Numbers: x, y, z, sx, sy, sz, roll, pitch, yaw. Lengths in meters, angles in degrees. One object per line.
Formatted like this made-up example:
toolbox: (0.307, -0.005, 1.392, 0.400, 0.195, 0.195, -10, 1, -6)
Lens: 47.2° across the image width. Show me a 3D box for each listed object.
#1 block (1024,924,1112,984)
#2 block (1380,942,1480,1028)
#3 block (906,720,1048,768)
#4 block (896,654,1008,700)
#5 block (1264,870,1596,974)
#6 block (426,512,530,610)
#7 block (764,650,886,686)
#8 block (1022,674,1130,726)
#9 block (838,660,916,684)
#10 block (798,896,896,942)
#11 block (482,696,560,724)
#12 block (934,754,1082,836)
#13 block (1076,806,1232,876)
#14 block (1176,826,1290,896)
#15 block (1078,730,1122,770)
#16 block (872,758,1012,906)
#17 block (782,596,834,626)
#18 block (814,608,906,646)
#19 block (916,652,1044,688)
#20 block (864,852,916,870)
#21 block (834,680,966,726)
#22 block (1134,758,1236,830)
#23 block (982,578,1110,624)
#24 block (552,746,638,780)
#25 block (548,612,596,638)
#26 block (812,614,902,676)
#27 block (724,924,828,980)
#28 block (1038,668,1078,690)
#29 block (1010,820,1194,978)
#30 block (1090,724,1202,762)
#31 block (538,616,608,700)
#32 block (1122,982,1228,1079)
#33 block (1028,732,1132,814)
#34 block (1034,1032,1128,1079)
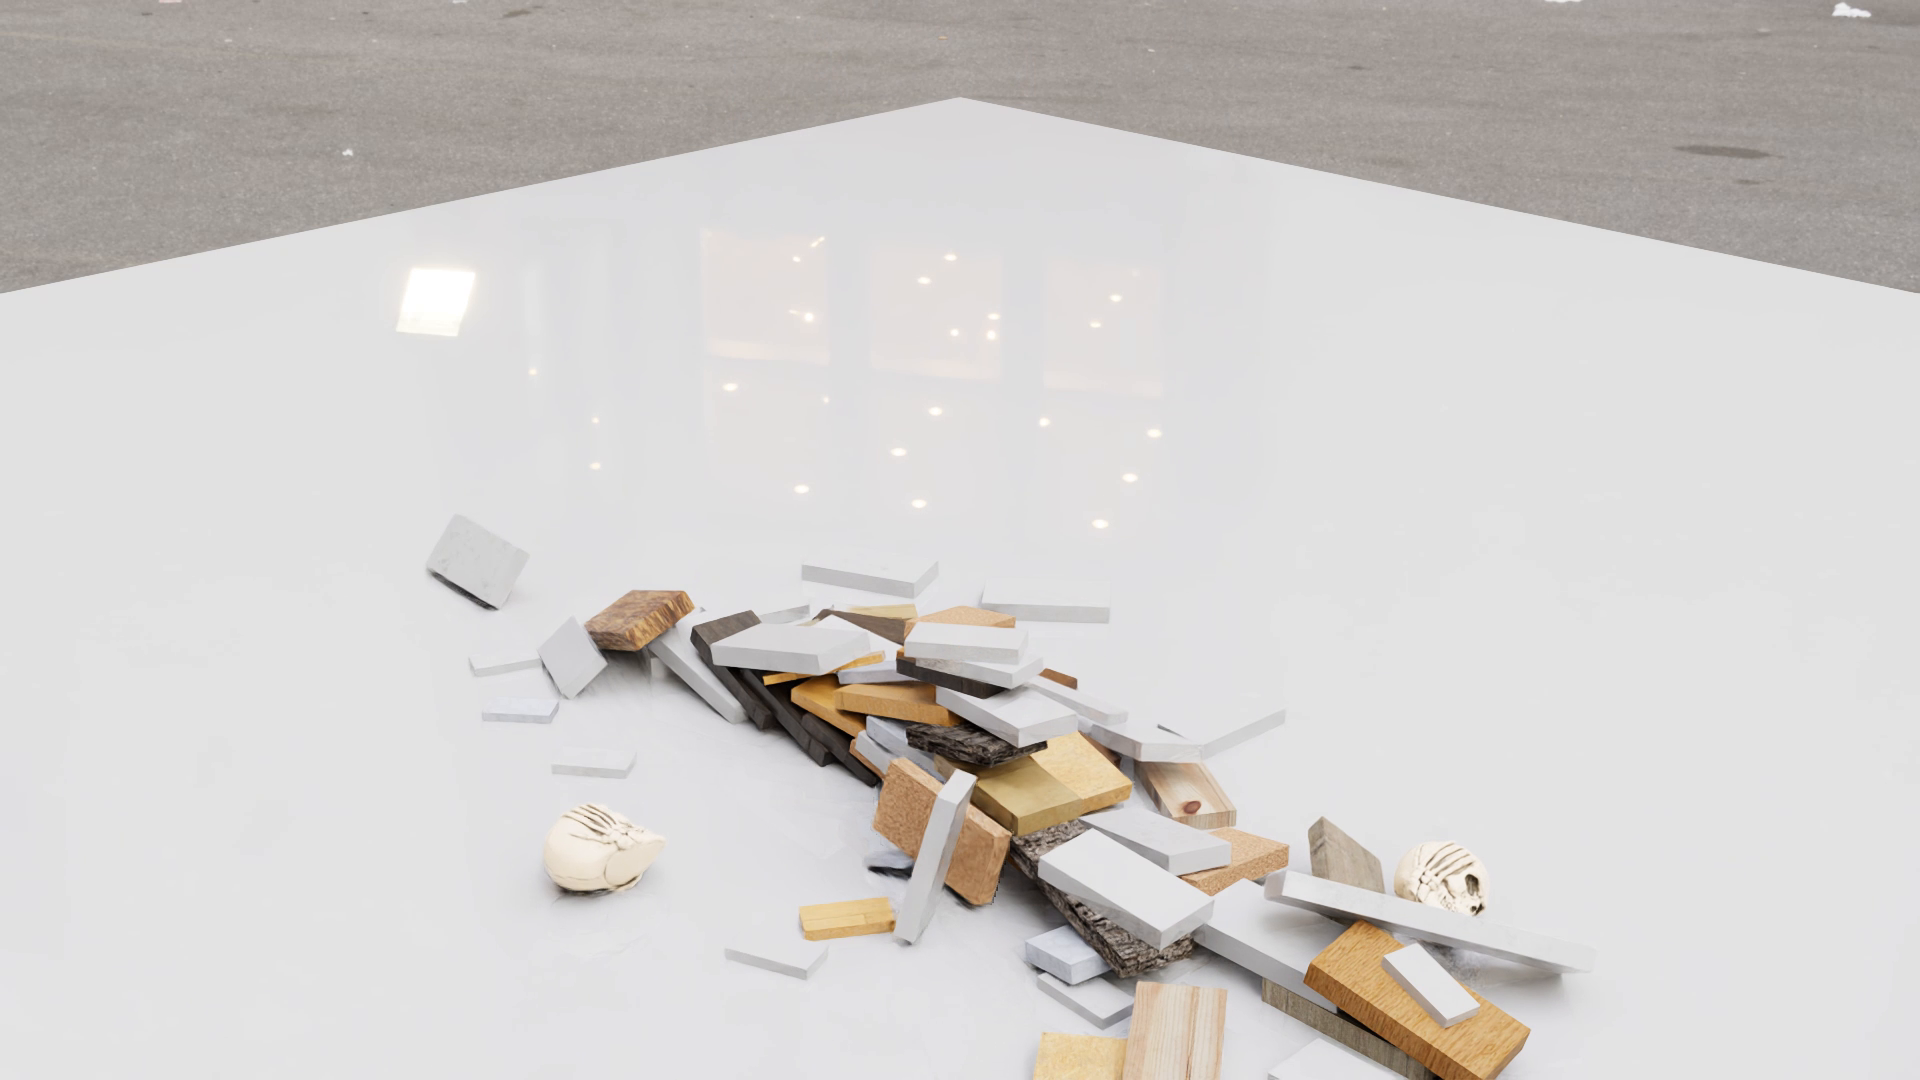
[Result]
block: (0.268, 0.718, 3.956, 0.273, 0.039, 0.136, -14, 17, -32)
block: (0.787, 0.746, 3.683, 0.079, 0.022, 0.158, -12, 40, -33)
block: (0.030, 0.386, 4.280, 0.138, 0.039, 0.276, -14, 12, -34)
block: (-0.004, 0.258, 4.345, 0.225, 0.032, 0.113, 14, 23, 38)
block: (0.819, 0.671, 3.855, 0.555, 0.043, 0.153, 14, -12, -2)
block: (-1.199, 0.049, 5.460, 0.307, 0.153, 0.043, 24, -7, 44)
block: (-0.289, 0.272, 4.699, 0.258, 0.018, 0.063, -11, 5, 5)
block: (0.199, 0.331, 4.787, 0.347, 0.025, 0.089, 20, 11, 32)
block: (-0.126, 0.271, 4.577, 0.285, 0.026, 0.090, -7, 7, 45)
block: (-0.210, 0.703, 4.075, 0.167, 0.024, 0.084, -5, 23, -11)
block: (-0.968, 0.375, 4.848, 0.152, 0.022, 0.076, 2, 23, 5)
block: (0.090, 0.469, 4.230, 0.145, 0.041, 0.290, -13, 28, -30)
block: (0.361, 0.564, 4.128, 0.144, 0.041, 0.288, -6, 11, -32)
block: (0.472, 0.608, 4.135, 0.148, 0.042, 0.297, 12, 15, 41)
block: (0.114, 0.398, 4.656, 0.452, 0.046, 0.161, 30, 36, 31)
block: (-0.039, 0.552, 4.183, 0.042, 0.148, 0.297, -6, 29, -46)
block: (-0.431, 0.211, 5.211, 0.146, 0.041, 0.292, 11, 25, 24)
block: (-0.218, 0.217, 5.161, 0.267, 0.033, 0.116, 8, 24, 17)
block: (0.038, 0.237, 4.307, 0.225, 0.032, 0.112, 12, 21, 32)
block: (-0.129, 0.618, 4.241, 0.101, 0.014, 0.050, 0, 4, 36)
block: (-0.091, 0.326, 4.489, 0.138, 0.039, 0.362, -16, 13, -40)
block: (0.459, 0.512, 4.506, 0.132, 0.037, 0.265, -5, 24, -12)
block: (0.212, 0.146, 5.360, 0.307, 0.043, 0.153, 2, 23, 4)
block: (-0.769, 0.468, 4.628, 0.161, 0.023, 0.081, 3, 23, 8)
block: (-0.895, 0.217, 5.222, 0.076, 0.022, 0.152, 16, 28, 33)
block: (-0.223, 0.272, 4.885, 0.321, 0.046, 0.161, 22, 39, 35)
block: (-0.331, 0.745, 3.975, 0.167, 0.024, 0.084, 10, 25, 23)
block: (0.175, 0.340, 4.927, 0.089, 0.025, 0.177, 17, 29, 35)
block: (0.250, 0.643, 3.976, 0.145, 0.041, 0.399, -11, 30, -26)
block: (0.385, 0.422, 4.584, 0.132, 0.037, 0.265, 3, 3, -19)
block: (-0.885, 0.266, 5.008, 0.116, 0.033, 0.232, -45, 32, -2)
block: (0.355, 0.840, 3.627, 0.153, 0.043, 0.307, 4, 23, 9)
block: (0.207, 0.451, 4.504, 0.144, 0.041, 0.288, -12, 37, -33)
block: (0.263, 0.881, 3.636, 0.273, 0.039, 0.136, 3, 23, 8)
